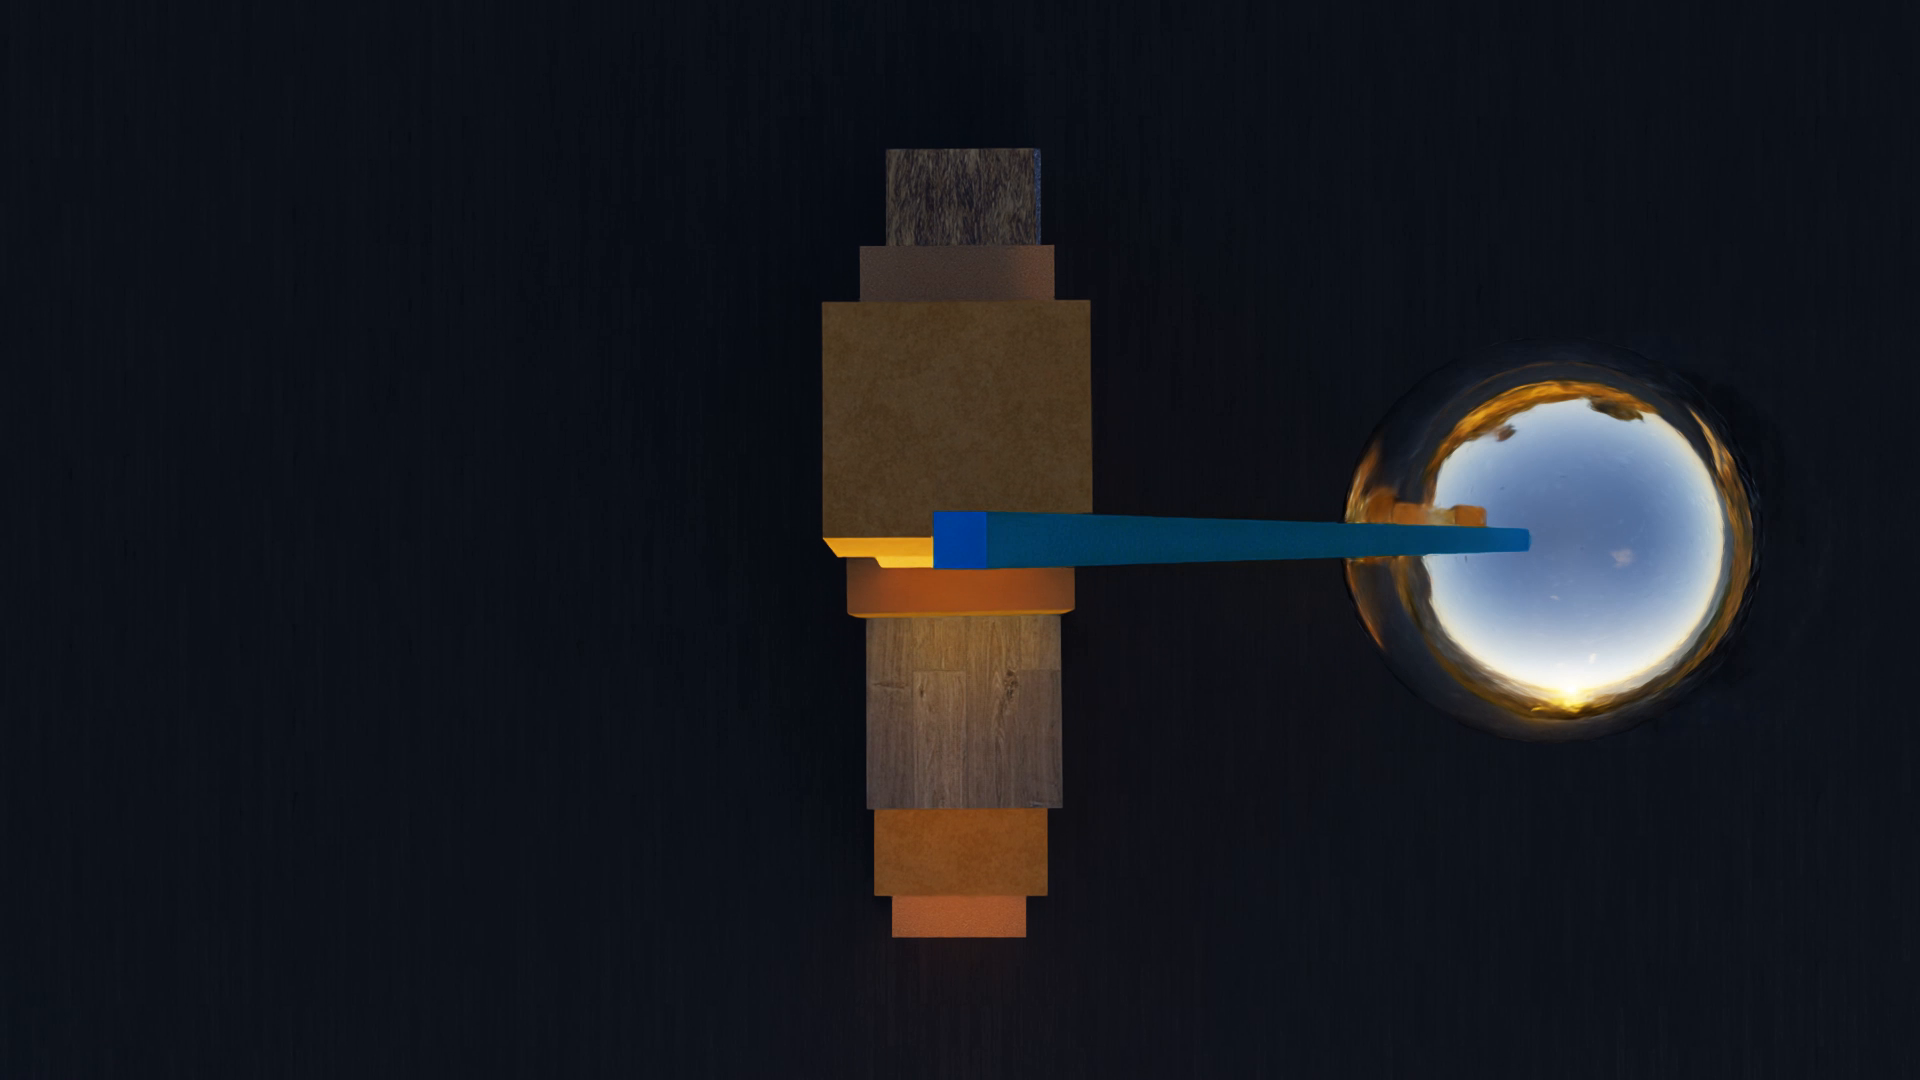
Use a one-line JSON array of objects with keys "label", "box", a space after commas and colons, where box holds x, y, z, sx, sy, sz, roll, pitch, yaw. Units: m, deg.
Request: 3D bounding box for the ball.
[{"label": "ball", "box": [2.295, 0.000, 8.599, 1.600, 1.600, 1.600, 0, 90, 0]}]

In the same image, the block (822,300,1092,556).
[{"label": "block", "box": [-0.009, -0.329, 6.891, 0.796, 0.782, 0.704, 0, 86, 0]}]

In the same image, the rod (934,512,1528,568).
[{"label": "rod", "box": [0.994, 0.000, 5.458, 0.080, 5.200, 0.080, 0, 90, 22]}]

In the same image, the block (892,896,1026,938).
[{"label": "block", "box": [-0.005, 1.786, 12.558, 0.737, 0.885, 0.807, 0, 90, 0]}]

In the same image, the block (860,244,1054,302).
[{"label": "block", "box": [-0.011, -0.926, 10.743, 0.908, 0.941, 0.898, 0, 90, 0]}]

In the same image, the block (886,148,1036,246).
[{"label": "block", "box": [0.005, -1.545, 11.787, 0.777, 0.778, 0.810, -1, 71, 0]}]

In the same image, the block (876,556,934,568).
[{"label": "block", "box": [0.005, -0.216, 8.251, 0.630, 0.737, 0.588, 0, 86, 0]}]

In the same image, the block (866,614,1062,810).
[{"label": "block", "box": [0.018, 0.788, 10.685, 0.906, 0.979, 0.986, 0, 86, 0]}]

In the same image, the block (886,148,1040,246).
[{"label": "block", "box": [0.019, -1.763, 12.652, 0.868, 0.695, 0.853, 0, 90, 0]}]

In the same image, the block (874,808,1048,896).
[{"label": "block", "box": [0.005, 1.374, 11.636, 0.879, 0.958, 0.878, 0, 89, 0]}]

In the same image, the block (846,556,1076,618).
[{"label": "block", "box": [-0.004, -0.160, 9.089, 0.891, 0.930, 0.930, -1, 87, 0]}]
